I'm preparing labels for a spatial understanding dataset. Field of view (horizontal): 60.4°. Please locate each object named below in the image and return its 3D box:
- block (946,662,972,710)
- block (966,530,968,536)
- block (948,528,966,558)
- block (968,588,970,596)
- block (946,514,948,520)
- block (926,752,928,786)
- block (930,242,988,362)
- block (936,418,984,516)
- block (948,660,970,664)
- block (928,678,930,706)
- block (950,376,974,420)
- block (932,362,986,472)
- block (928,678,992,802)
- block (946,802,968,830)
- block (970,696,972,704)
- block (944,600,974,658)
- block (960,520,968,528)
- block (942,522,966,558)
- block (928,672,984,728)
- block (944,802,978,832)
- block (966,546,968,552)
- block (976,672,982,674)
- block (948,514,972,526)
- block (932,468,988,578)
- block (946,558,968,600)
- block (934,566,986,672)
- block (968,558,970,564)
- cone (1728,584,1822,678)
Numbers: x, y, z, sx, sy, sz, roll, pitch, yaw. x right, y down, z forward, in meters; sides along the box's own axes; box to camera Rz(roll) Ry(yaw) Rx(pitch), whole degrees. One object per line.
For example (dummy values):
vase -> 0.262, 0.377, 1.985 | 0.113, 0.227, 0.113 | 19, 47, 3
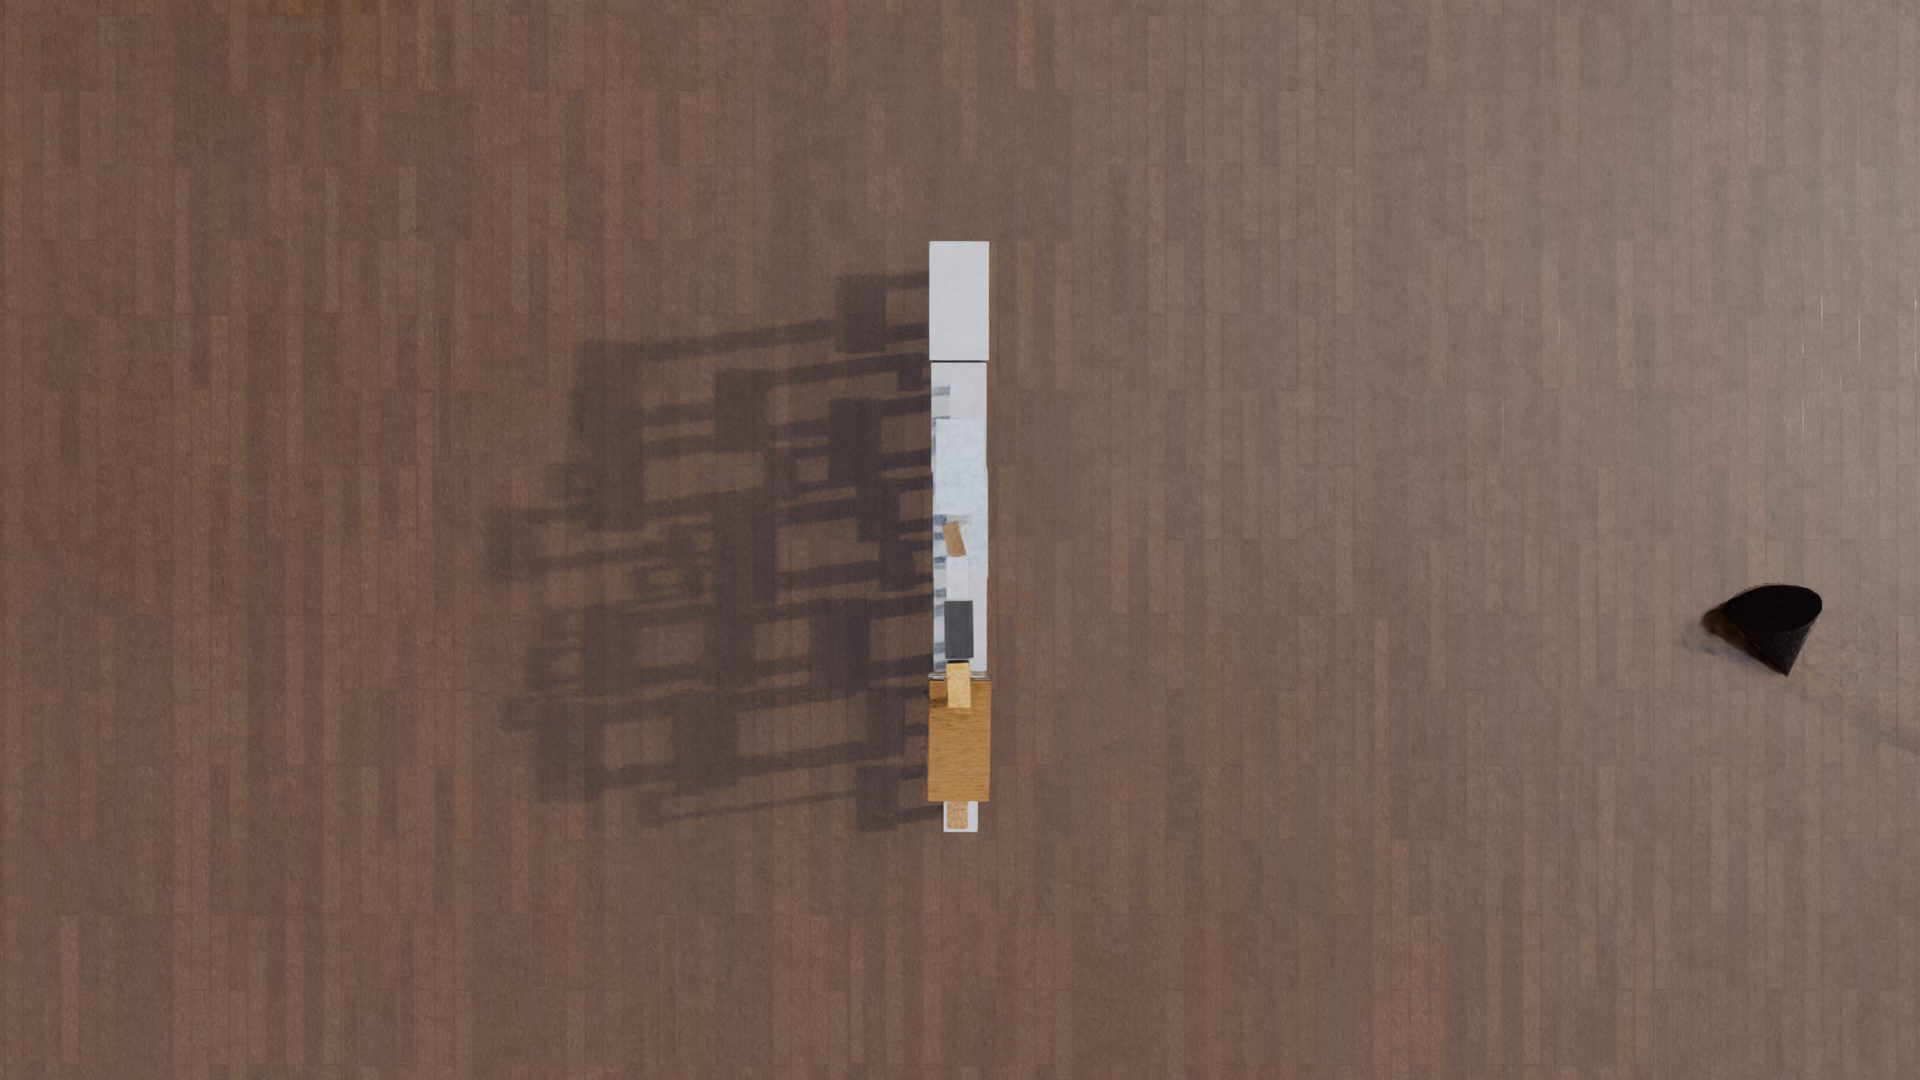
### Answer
block -> -0.003, 0.378, 4.273 | 0.059, 0.017, 0.117 | -2, 75, -1
block -> -0.006, -0.020, 4.835 | 0.053, 0.106, 0.015 | 0, 89, 0
block -> -0.007, 0.016, 4.775 | 0.053, 0.015, 0.106 | 0, 90, 1
block -> -0.003, 0.139, 4.463 | 0.058, 0.115, 0.016 | 0, 92, 0
block -> -0.004, -0.066, 4.818 | 0.070, 0.140, 0.020 | 4, 91, 0
block -> -0.012, 0.642, 4.625 | 0.163, 0.327, 0.046 | 1, 91, -1
block -> -0.002, -0.655, 4.535 | 0.162, 0.046, 0.324 | 0, 90, 0
block -> 0.000, -0.188, 4.273 | 0.123, 0.035, 0.247 | 0, 89, 0
block -> -0.005, 0.339, 4.407 | 0.058, 0.227, 0.017 | 0, 91, 0
block -> -0.006, 0.423, 4.605 | 0.163, 0.327, 0.046 | 2, 90, -1
block -> 0.004, -0.376, 4.405 | 0.062, 0.018, 0.124 | 0, 90, 0
block -> -0.003, -0.337, 4.560 | 0.151, 0.043, 0.301 | 0, 90, 0
block -> -0.002, 0.536, 4.427 | 0.163, 0.046, 0.327 | 1, 96, -1
block -> -0.008, 0.757, 4.661 | 0.059, 0.017, 0.118 | 0, 83, 0
block -> 0.001, 0.423, 4.332 | 0.058, 0.117, 0.017 | 0, 88, 1
block -> -0.003, 0.236, 4.357 | 0.076, 0.022, 0.152 | -1, 90, 0
block -> -0.011, -0.041, 4.677 | 0.048, 0.095, 0.014 | -9, 95, 15
block -> -0.016, 0.000, 4.623 | 0.048, 0.014, 0.095 | -14, 93, 7
block -> -0.013, 0.550, 4.810 | 0.162, 0.046, 0.323 | 1, 93, 0
block -> 0.002, 0.824, 5.272 | 0.107, 0.030, 0.213 | 0, 90, 0
block -> -0.001, 0.024, 4.700 | 0.048, 0.133, 0.014 | -1, 91, 1
block -> -0.005, 0.296, 5.174 | 0.152, 0.043, 0.304 | 0, 90, 0
block -> -0.002, -0.112, 4.738 | 0.070, 0.020, 0.140 | 0, 91, 0
block -> 0.001, -0.049, 4.912 | 0.162, 0.046, 0.325 | 0, 90, 0
block -> -0.007, 0.104, 4.396 | 0.058, 0.016, 0.115 | 0, 91, 0
block -> 0.000, 0.216, 4.541 | 0.144, 0.041, 0.288 | 0, 90, 0
block -> -0.004, 0.061, 4.586 | 0.058, 0.362, 0.016 | 2, 90, 1
cone -> 2.703, 0.339, 5.429 | 0.278, 0.278, 0.278 | -23, 114, 0
